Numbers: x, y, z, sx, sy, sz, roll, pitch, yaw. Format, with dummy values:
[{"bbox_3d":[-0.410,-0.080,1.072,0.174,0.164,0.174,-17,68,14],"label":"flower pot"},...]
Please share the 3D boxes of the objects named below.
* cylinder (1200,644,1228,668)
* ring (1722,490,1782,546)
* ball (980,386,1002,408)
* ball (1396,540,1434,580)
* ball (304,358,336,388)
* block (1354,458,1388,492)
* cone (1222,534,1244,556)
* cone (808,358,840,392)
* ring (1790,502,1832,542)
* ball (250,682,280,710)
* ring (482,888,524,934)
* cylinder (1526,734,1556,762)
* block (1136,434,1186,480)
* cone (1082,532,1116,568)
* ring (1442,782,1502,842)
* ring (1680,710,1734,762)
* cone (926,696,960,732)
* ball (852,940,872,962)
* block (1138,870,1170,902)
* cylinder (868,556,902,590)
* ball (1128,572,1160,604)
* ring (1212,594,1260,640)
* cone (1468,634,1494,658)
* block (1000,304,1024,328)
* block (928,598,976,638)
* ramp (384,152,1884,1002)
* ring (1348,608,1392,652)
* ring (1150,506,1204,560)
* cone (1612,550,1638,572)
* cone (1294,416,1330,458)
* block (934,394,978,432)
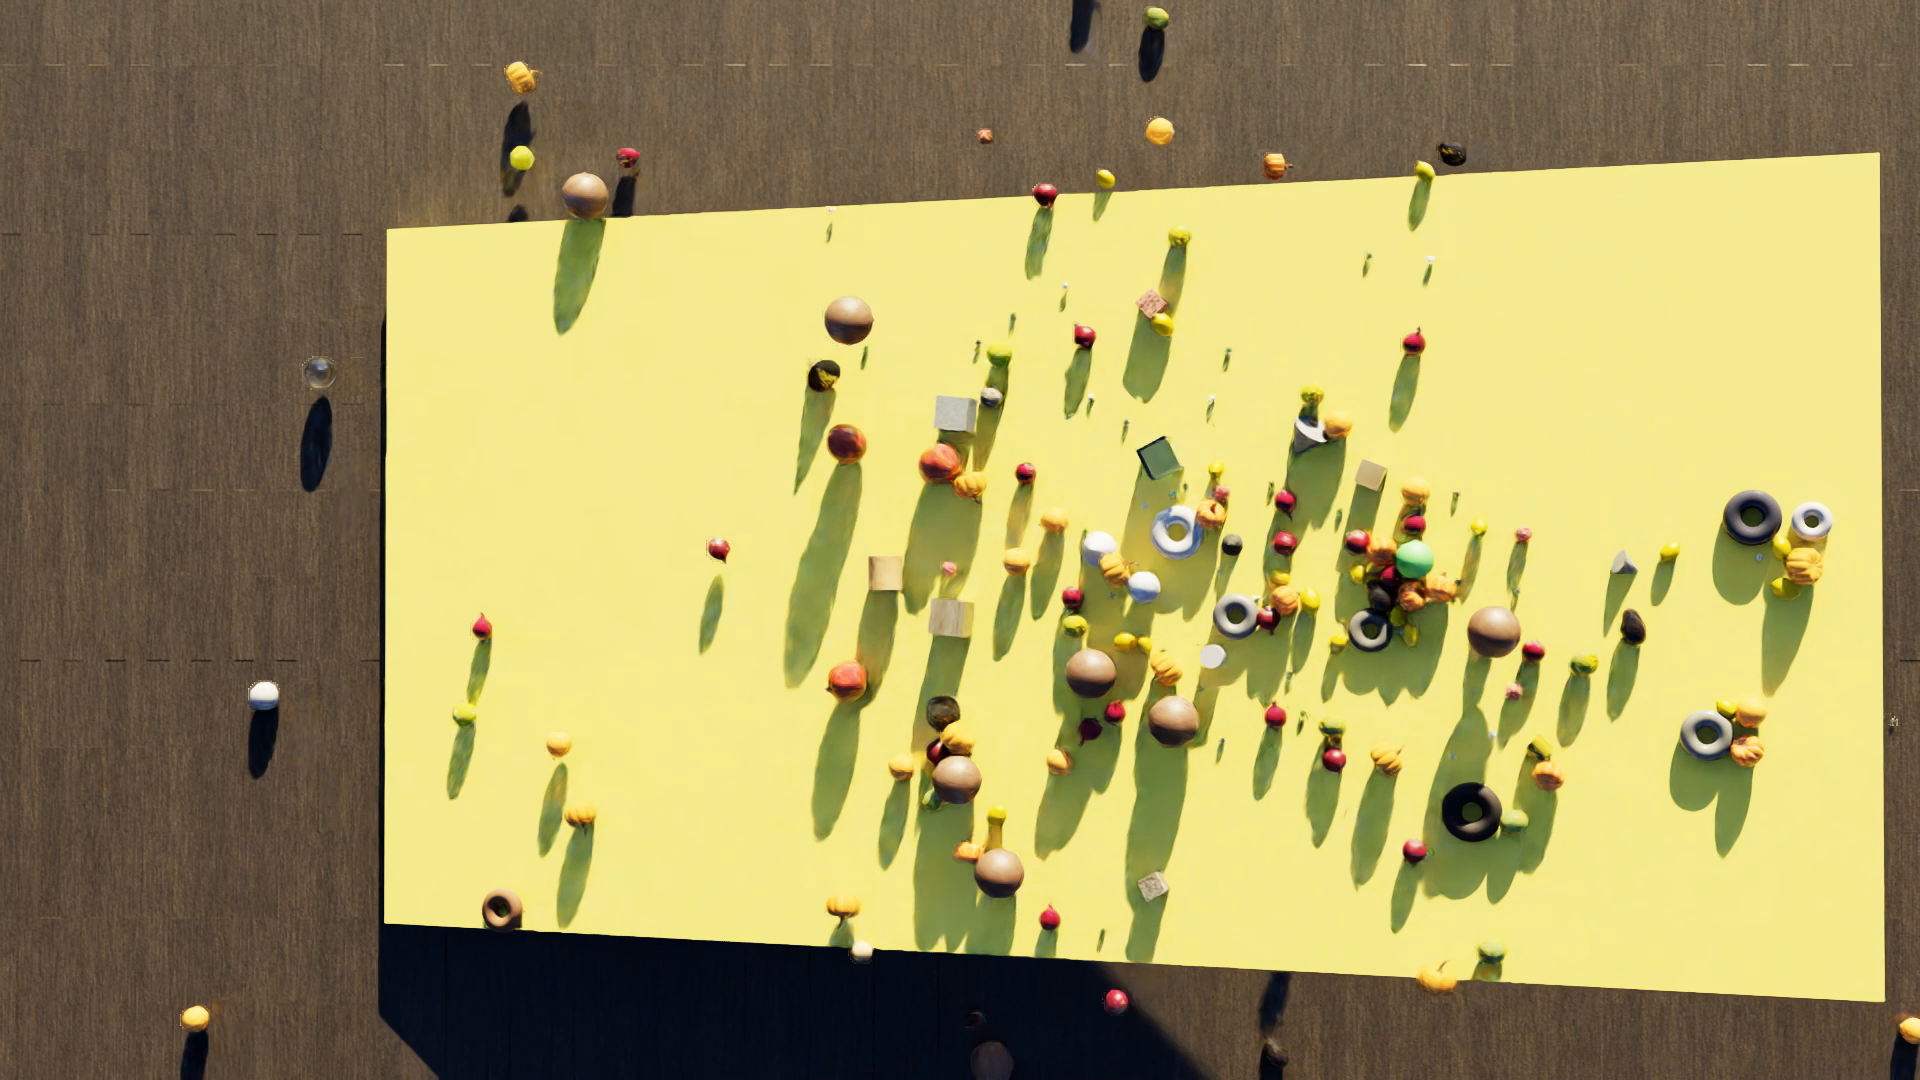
[{"bbox_3d":[0.647,0.297,5.609,0.060,0.060,0.060,0,89,17],"label":"cylinder"},{"bbox_3d":[1.890,-0.053,5.244,0.136,0.045,0.136,-1,88,21],"label":"ring"},{"bbox_3d":[0.082,-0.376,5.791,0.057,0.057,0.057,0,89,0],"label":"ball"},{"bbox_3d":[1.127,0.049,5.448,0.096,0.096,0.096,0,89,0],"label":"ball"},{"bbox_3d":[-1.856,-0.483,6.377,0.090,0.090,0.090,0,89,0],"label":"ball"},{"bbox_3d":[1.028,-0.162,5.499,0.062,0.062,0.062,22,96,16],"label":"block"},{"bbox_3d":[0.689,0.012,5.602,0.057,0.057,0.057,0,89,17],"label":"cone"},{"bbox_3d":[-0.388,-0.468,5.938,0.098,0.098,0.098,-41,46,-1],"label":"cone"},{"bbox_3d":[2.019,-0.044,5.212,0.093,0.031,0.093,0,90,18],"label":"ring"},{"bbox_3d":[-2.021,0.454,6.392,0.081,0.081,0.081,0,89,0],"label":"ball"},{"bbox_3d":[-1.288,1.043,6.195,0.128,0.043,0.128,-1,88,21],"label":"ring"},{"bbox_3d":[1.418,0.509,5.376,0.051,0.051,0.051,-42,78,-1],"label":"cylinder"},{"bbox_3d":[0.515,-0.210,5.643,0.085,0.085,0.085,-27,82,15],"label":"block"},{"bbox_3d":[0.349,0.025,5.685,0.094,0.094,0.094,0,89,17],"label":"cone"},{"bbox_3d":[1.263,0.671,5.423,0.148,0.049,0.148,0,90,16],"label":"ring"},{"bbox_3d":[1.789,0.468,5.269,0.126,0.042,0.126,0,90,17],"label":"ring"},{"bbox_3d":[-0.058,0.461,5.801,0.097,0.097,0.097,0,89,17],"label":"cone"},{"bbox_3d":[-0.262,1.100,5.874,0.058,0.058,0.058,0,89,0],"label":"ball"},{"bbox_3d":[0.497,0.887,5.648,0.055,0.055,0.055,-29,81,14],"label":"block"},{"bbox_3d":[-0.199,0.087,5.852,0.091,0.091,0.091,0,89,0],"label":"cylinder"},{"bbox_3d":[0.473,0.121,5.652,0.083,0.083,0.083,0,89,0],"label":"ball"},{"bbox_3d":[0.704,0.195,5.604,0.120,0.040,0.120,0,90,16],"label":"ring"},{"bbox_3d":[1.298,0.269,5.429,0.060,0.060,0.060,14,89,-30],"label":"cone"},{"bbox_3d":[0.137,-0.590,5.790,0.057,0.057,0.057,-2,89,0],"label":"block"},{"bbox_3d":[-0.022,0.204,5.796,0.093,0.093,0.093,6,91,17],"label":"block"},{"bbox_3d":[0.273,0.094,5.809,4.000,0.100,2.000,0,89,17],"label":"ramp"},{"bbox_3d":[1.028,0.227,5.507,0.110,0.037,0.110,0,90,17],"label":"ring"},{"bbox_3d":[0.558,-0.019,5.648,0.140,0.047,0.140,0,90,16],"label":"ring"},{"bbox_3d":[1.623,0.063,5.333,0.058,0.058,0.058,23,89,-11],"label":"cone"},{"bbox_3d":[0.868,-0.245,5.558,0.099,0.099,0.099,29,125,0],"label":"cone"},{"bbox_3d":[-0.011,-0.333,5.803,0.088,0.088,0.088,6,91,17],"label":"block"}]
